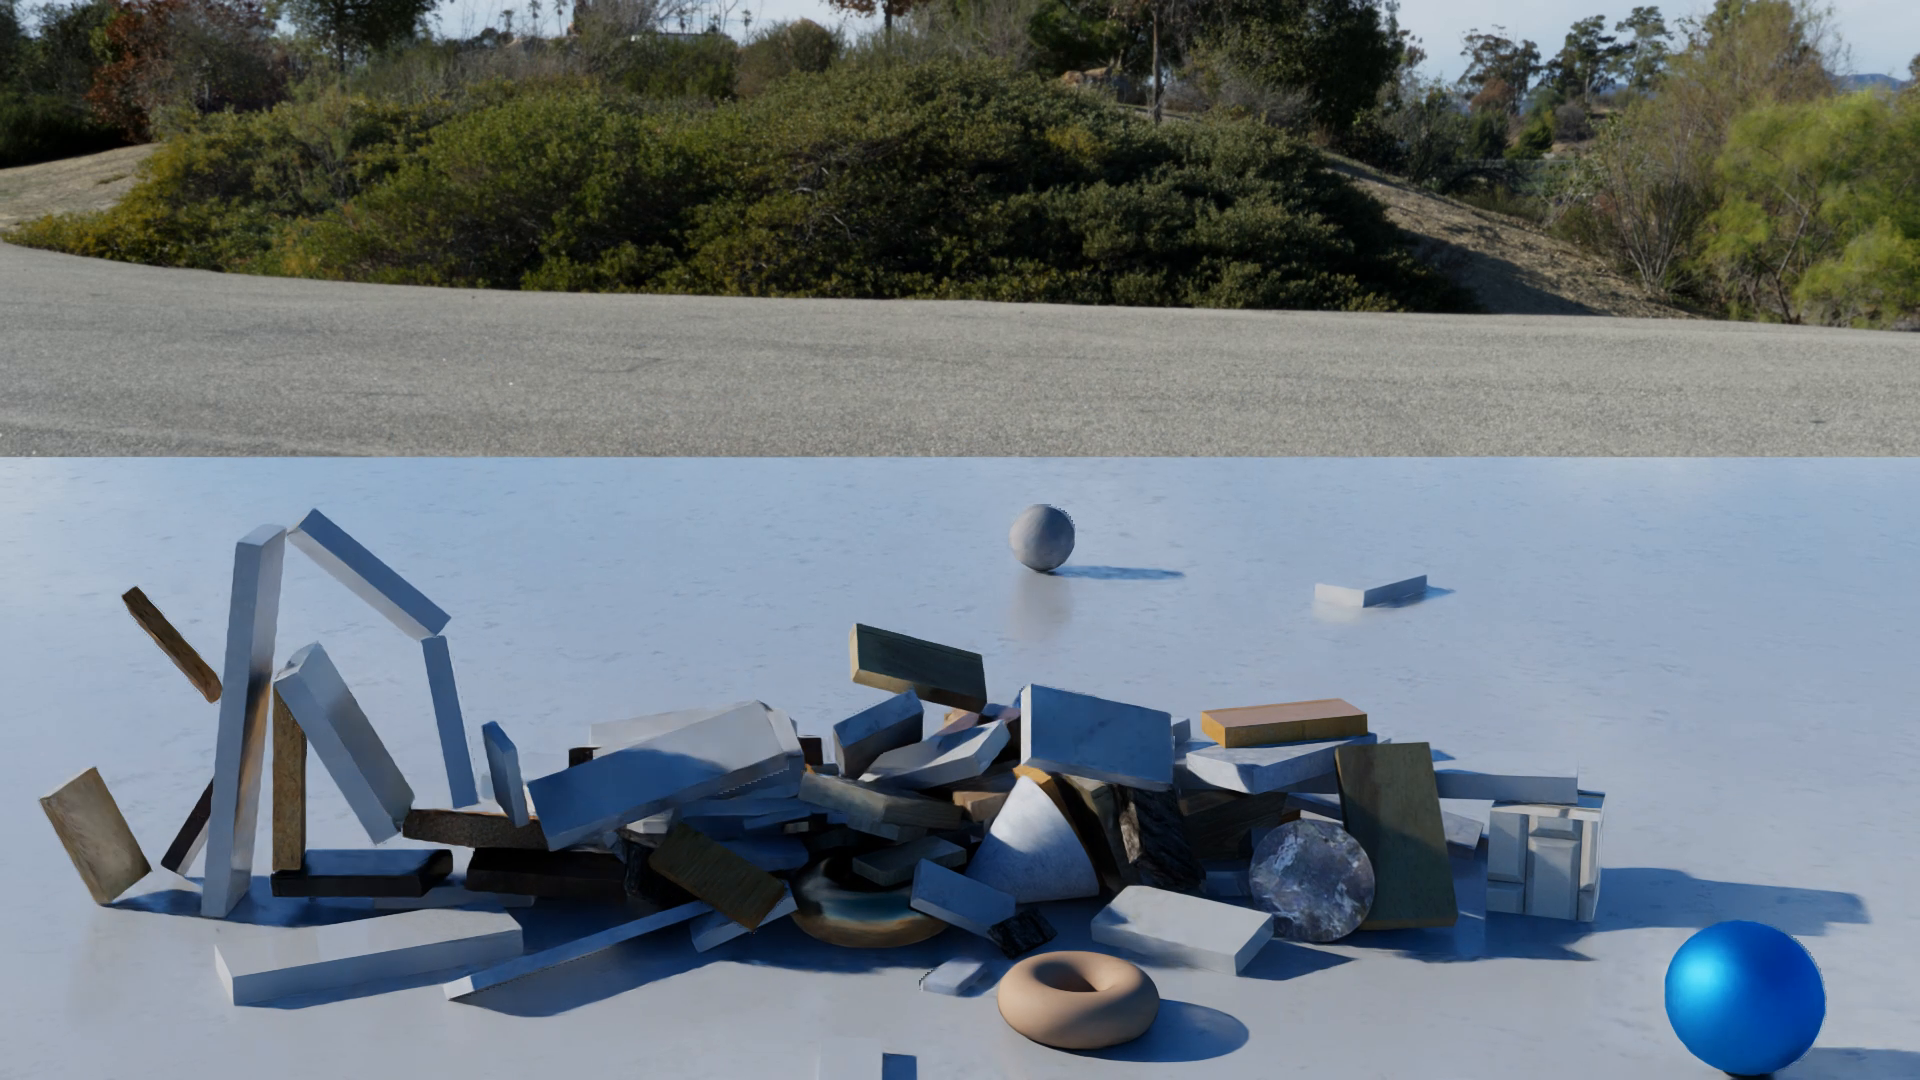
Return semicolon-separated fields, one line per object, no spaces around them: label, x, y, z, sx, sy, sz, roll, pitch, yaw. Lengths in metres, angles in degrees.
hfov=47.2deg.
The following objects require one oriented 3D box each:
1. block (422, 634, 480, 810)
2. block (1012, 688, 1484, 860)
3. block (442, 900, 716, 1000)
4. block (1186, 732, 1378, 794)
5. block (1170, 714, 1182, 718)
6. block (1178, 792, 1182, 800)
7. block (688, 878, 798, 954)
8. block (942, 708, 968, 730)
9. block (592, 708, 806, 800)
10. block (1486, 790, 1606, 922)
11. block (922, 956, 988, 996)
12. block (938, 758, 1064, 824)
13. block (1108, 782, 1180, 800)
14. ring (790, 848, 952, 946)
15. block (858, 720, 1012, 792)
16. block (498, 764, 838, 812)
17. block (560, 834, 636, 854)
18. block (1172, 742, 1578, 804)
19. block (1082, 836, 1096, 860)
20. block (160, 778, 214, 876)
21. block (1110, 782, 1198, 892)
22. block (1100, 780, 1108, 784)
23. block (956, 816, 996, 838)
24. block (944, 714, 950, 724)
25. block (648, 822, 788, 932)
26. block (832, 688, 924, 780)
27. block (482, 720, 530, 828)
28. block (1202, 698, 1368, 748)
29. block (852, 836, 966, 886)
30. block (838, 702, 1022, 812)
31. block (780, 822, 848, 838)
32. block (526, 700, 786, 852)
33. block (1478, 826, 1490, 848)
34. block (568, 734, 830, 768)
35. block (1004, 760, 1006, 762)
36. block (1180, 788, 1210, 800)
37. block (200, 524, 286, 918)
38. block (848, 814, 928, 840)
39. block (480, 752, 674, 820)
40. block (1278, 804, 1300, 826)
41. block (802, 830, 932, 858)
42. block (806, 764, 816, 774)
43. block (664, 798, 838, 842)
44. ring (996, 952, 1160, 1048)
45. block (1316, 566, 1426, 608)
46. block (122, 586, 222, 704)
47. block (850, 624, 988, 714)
block;-0.830;0.299;3.588;0.039;0.276;0.138;-11;-5;-12
block;0.506;0.418;3.988;0.876;0.024;0.084;15;34;17
block;-0.564;0.616;3.359;0.472;0.023;0.081;-12;-9;-45
block;0.543;0.363;3.700;0.304;0.043;0.152;-10;12;-39
block;0.337;0.399;4.304;0.155;0.044;0.311;6;12;12
block;0.373;0.479;3.973;0.031;0.108;0.216;0;11;-1
block;-0.340;0.588;3.447;0.168;0.024;0.084;-23;14;-6
block;0.079;0.409;4.253;0.311;0.155;0.044;11;-29;47
block;-0.444;0.381;3.737;0.338;0.048;0.169;-12;26;-11
block;0.967;0.512;3.627;0.169;0.169;0.169;4;11;20
block;-0.007;0.652;3.291;0.056;0.016;0.113;5;12;24
block;0.109;0.422;3.821;0.264;0.037;0.132;-13;16;-23
block;0.280;0.472;3.927;0.039;0.139;0.277;-8;13;-37
ring;-0.136;0.570;3.524;0.285;0.095;0.285;-1;12;0
block;-0.052;0.390;3.844;0.264;0.037;0.132;-18;14;31
block;-0.513;0.441;3.929;0.598;0.044;0.154;0;-5;-35
block;-0.607;0.506;3.678;0.070;0.020;0.140;-15;-19;35
block;0.664;0.393;3.753;0.753;0.043;0.152;0;10;17
block;0.149;0.489;3.895;0.247;0.124;0.035;13;59;51
block;-1.281;0.470;3.730;0.029;0.203;0.102;29;-17;-4
block;0.309;0.446;3.595;0.126;0.036;0.254;32;29;-32
block;0.233;0.349;3.620;0.016;0.056;0.164;22;8;-10
block;0.020;0.482;3.884;0.124;0.035;0.280;-4;4;-31
block;0.164;0.403;4.477;0.380;0.044;0.155;-1;22;-5
block;-0.381;0.524;3.437;0.221;0.024;0.084;25;60;31
block;-0.146;0.357;3.950;0.154;0.044;0.309;-24;-16;-10
block;-0.732;0.378;3.543;0.023;0.163;0.081;-23;42;-27
block;0.554;0.312;3.762;0.253;0.036;0.126;-4;9;-11
block;-0.081;0.512;3.517;0.167;0.024;0.084;-10;16;-39
block;-0.046;0.410;3.955;0.356;0.050;0.178;-31;13;-21
block;-0.241;0.482;3.647;0.057;0.016;0.113;-11;-17;30
block;-0.498;0.387;3.619;0.406;0.036;0.126;-19;46;-13
block;0.747;0.481;4.072;0.692;0.017;0.061;14;17;39
block;-0.482;0.401;4.103;0.464;0.050;0.178;-3;-4;1
block;0.214;0.485;3.882;0.351;0.139;0.039;13;59;51
block;0.392;0.466;4.110;0.167;0.084;0.024;4;11;21
block;-1.157;0.292;3.553;0.039;0.626;0.138;9;12;-3
block;-0.116;0.467;3.574;0.084;0.024;0.168;13;-4;16
block;-0.662;0.470;4.185;0.468;0.048;0.169;4;11;20
block;0.510;0.514;3.994;0.108;0.031;0.216;10;15;44
block;-0.156;0.510;3.693;0.208;0.028;0.099;8;-22;-42
block;-0.256;0.474;3.905;0.020;0.140;0.070;-16;14;-14
block;-0.355;0.499;3.687;0.276;0.138;0.039;2;35;-28
ring;0.168;0.652;3.126;0.232;0.077;0.232;1;11;0
block;1.130;0.128;6.038;0.155;0.044;0.310;10;14;43
block;-1.281;0.172;3.583;0.029;0.203;0.102;-41;-8;-21
block;-0.077;0.236;4.045;0.252;0.036;0.126;15;35;-17
